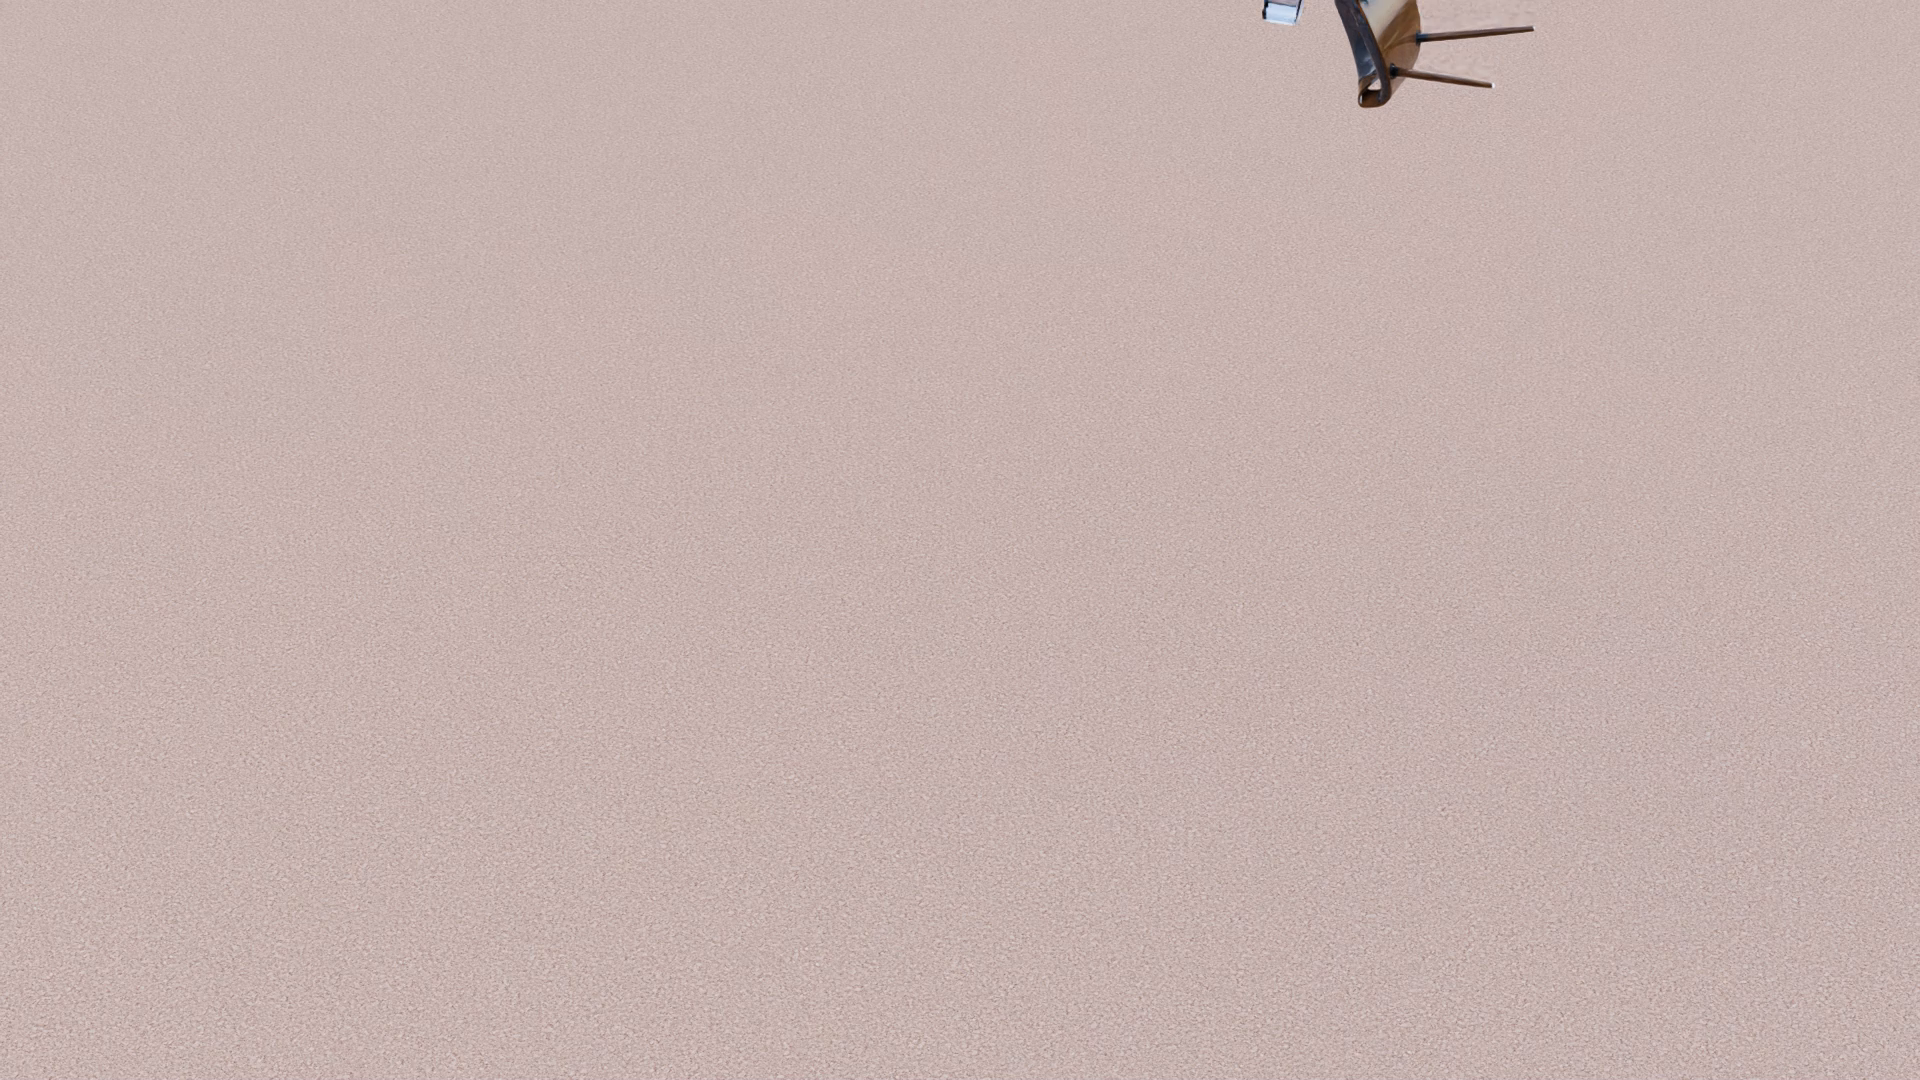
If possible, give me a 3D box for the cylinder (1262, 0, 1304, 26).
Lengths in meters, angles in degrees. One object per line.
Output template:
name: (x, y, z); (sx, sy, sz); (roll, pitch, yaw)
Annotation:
cylinder: (1.059, -1.747, 9.578); (0.108, 0.103, 0.187); (12, 36, 11)
